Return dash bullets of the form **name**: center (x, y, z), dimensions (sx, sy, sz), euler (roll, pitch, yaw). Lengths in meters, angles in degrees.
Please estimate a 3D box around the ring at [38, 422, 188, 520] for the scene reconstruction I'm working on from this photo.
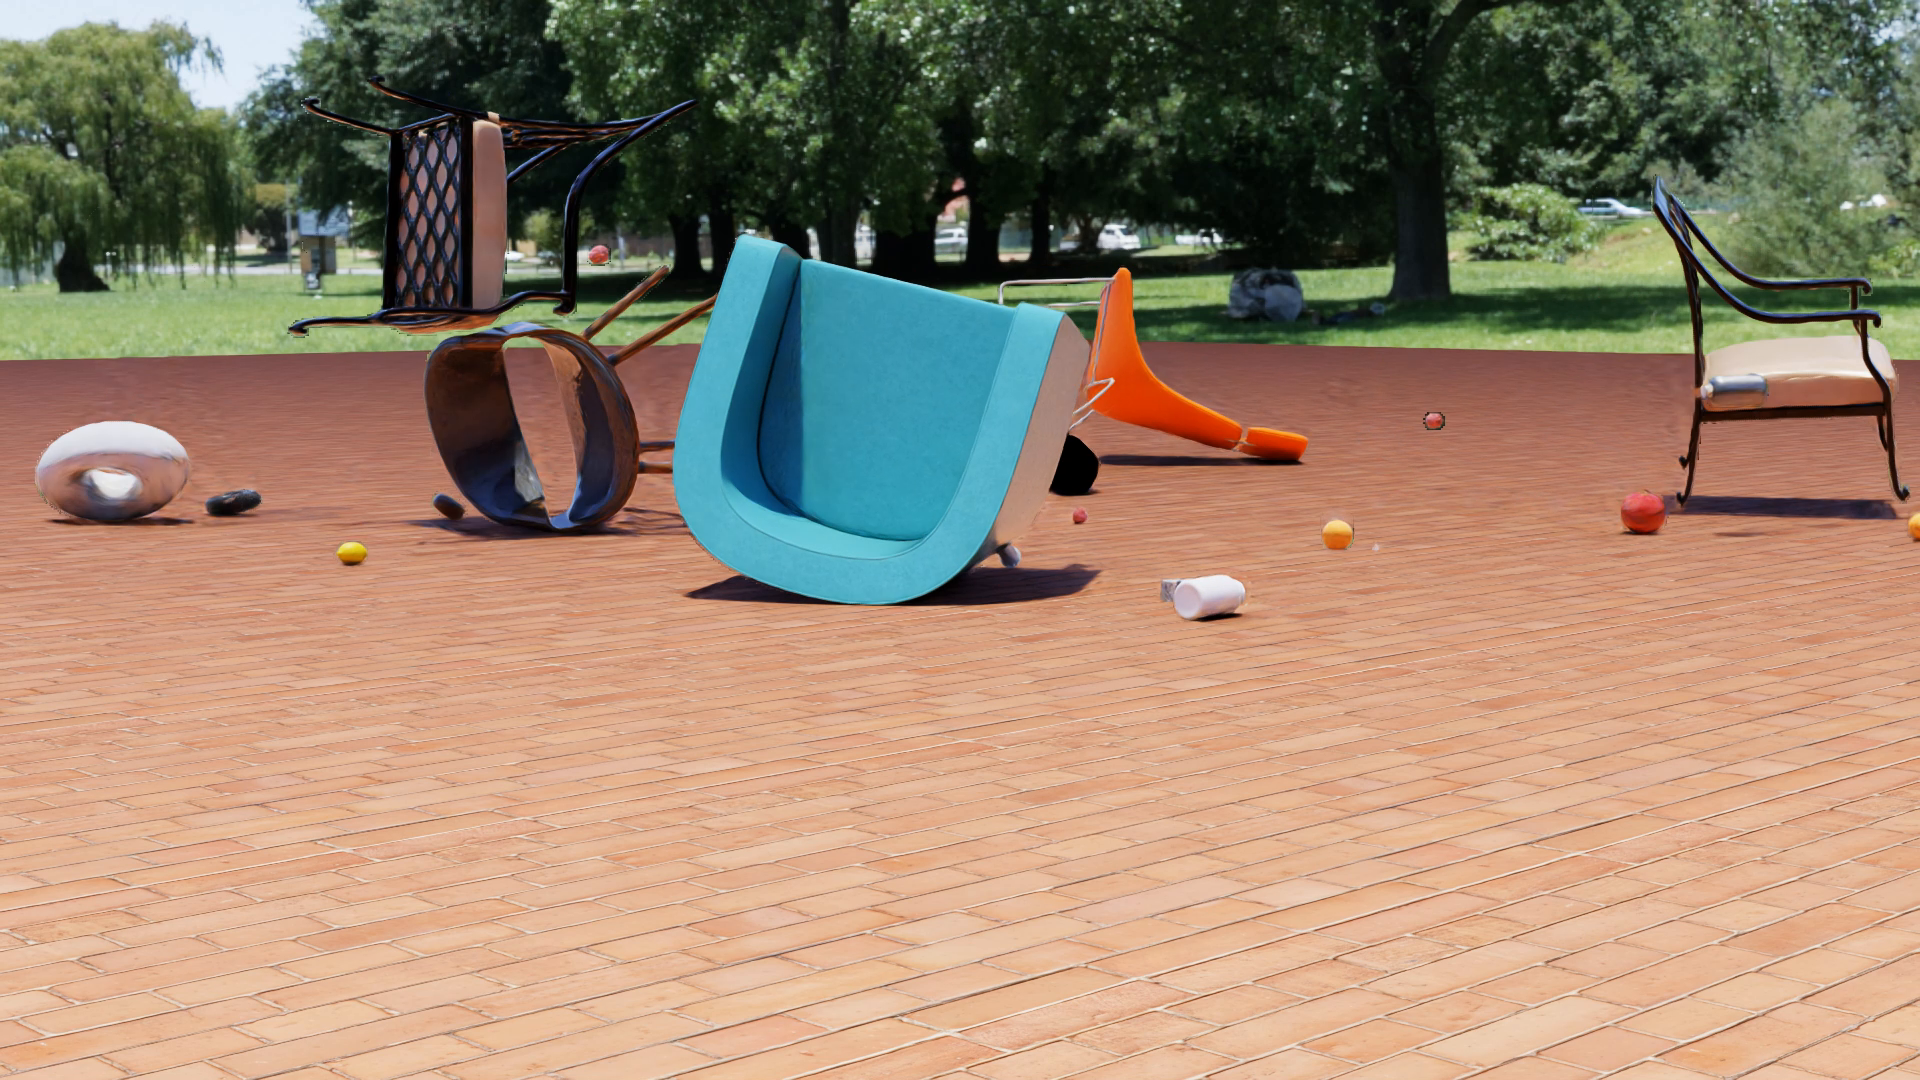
- **ring**: center (-2.271, -0.183, 6.882), dimensions (0.447, 0.296, 0.144), euler (-10, 45, 19)

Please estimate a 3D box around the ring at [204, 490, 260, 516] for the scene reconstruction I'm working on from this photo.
- **ring**: center (-2.003, -0.103, 7.068), dimensions (0.184, 0.050, 0.110), euler (-6, 14, 29)

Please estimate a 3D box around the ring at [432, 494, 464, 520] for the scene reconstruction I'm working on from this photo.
- **ring**: center (-1.374, -0.088, 6.893), dimensions (0.078, 0.043, 0.133), euler (38, -3, 16)

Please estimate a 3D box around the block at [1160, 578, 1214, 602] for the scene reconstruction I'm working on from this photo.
- **block**: center (0.462, 0.103, 5.217), dimensions (0.101, 0.041, 0.037), euler (-1, 6, -10)

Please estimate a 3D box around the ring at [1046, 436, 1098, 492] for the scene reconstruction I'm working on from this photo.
- **ring**: center (0.342, -0.233, 7.847), dimensions (0.134, 0.139, 0.310), euler (43, 12, -12)

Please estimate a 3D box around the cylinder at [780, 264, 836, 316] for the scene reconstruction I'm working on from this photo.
- **cylinder**: center (-0.351, -0.577, 5.909), dimensions (0.110, 0.089, 0.134), euler (16, 13, -5)

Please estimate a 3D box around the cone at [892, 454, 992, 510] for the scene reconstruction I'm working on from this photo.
- **cone**: center (-0.026, -0.129, 7.314), dimensions (0.299, 0.148, 0.162), euler (20, 39, 31)
